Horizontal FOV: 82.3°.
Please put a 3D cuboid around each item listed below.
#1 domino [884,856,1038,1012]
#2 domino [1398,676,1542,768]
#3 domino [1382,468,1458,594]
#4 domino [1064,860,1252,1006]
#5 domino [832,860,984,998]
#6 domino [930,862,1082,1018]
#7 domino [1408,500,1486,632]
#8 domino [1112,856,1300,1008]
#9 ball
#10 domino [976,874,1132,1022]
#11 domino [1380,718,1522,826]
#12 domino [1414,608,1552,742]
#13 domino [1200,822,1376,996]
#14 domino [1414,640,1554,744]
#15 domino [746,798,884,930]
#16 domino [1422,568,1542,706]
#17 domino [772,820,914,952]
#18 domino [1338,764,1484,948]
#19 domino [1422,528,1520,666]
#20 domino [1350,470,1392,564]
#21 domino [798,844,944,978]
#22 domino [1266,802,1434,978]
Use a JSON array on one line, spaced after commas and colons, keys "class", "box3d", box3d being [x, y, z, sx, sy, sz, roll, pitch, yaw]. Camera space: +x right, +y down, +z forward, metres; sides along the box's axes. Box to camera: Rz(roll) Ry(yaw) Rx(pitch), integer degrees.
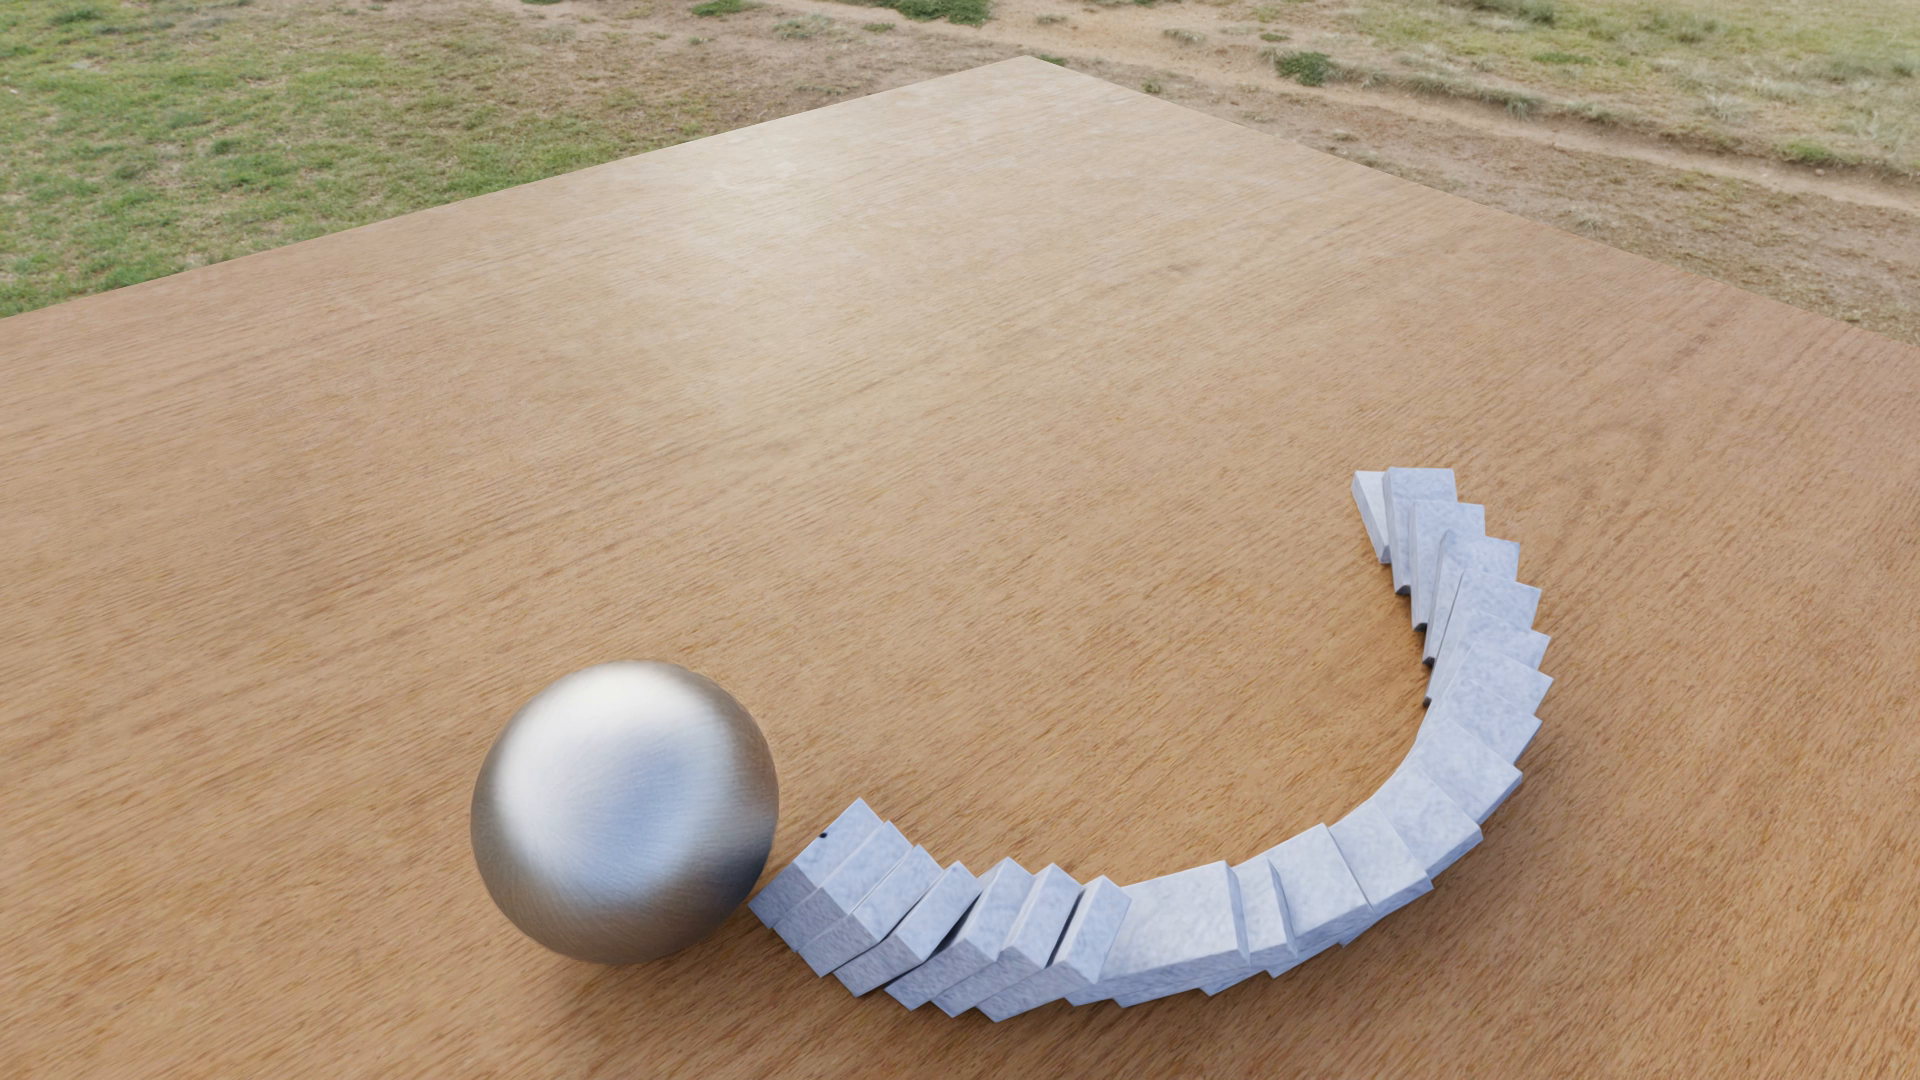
[{"class": "domino", "box3d": [-0.001, 0.103, 0.287, 0.009, 0.050, 0.025, 38, 46, 0]}, {"class": "domino", "box3d": [0.153, 0.070, 0.338, 0.025, 0.010, 0.050, 35, 81, 31]}, {"class": "domino", "box3d": [0.182, -0.004, 0.430, 0.025, 0.010, 0.050, 2, 67, 2]}, {"class": "domino", "box3d": [0.050, 0.104, 0.291, 0.050, 0.010, 0.025, -23, 35, 22]}, {"class": "domino", "box3d": [-0.014, 0.102, 0.288, 0.010, 0.050, 0.025, 45, 51, 5]}, {"class": "domino", "box3d": [0.011, 0.104, 0.285, 0.009, 0.050, 0.025, 38, 46, -1]}, {"class": "domino", "box3d": [0.184, 0.010, 0.414, 0.025, 0.010, 0.050, 5, 67, 6]}, {"class": "domino", "box3d": [0.063, 0.105, 0.295, 0.050, 0.009, 0.025, -25, 35, 20]}, {"class": "ball", "box3d": [-0.090, 0.073, 0.299, 0.080, 0.080, 0.080, 0, 39, 0]}, {"class": "domino", "box3d": [0.023, 0.106, 0.283, 0.009, 0.050, 0.025, 39, 48, -2]}, {"class": "domino", "box3d": [0.139, 0.080, 0.326, 0.050, 0.010, 0.025, -44, 54, -4]}, {"class": "domino", "box3d": [0.173, 0.050, 0.364, 0.025, 0.009, 0.050, 23, 74, 26]}, {"class": "domino", "box3d": [0.084, 0.101, 0.300, 0.050, 0.009, 0.025, -32, 40, 12]}, {"class": "domino", "box3d": [0.164, 0.060, 0.350, 0.025, 0.010, 0.050, 30, 79, 29]}, {"class": "domino", "box3d": [-0.041, 0.090, 0.303, 0.009, 0.050, 0.025, 46, 52, 6]}, {"class": "domino", "box3d": [0.180, 0.037, 0.380, 0.025, 0.010, 0.050, 18, 72, 20]}, {"class": "domino", "box3d": [-0.032, 0.094, 0.297, 0.010, 0.050, 0.025, 46, 53, 6]}, {"class": "domino", "box3d": [0.120, 0.090, 0.315, 0.050, 0.009, 0.025, -38, 46, 1]}, {"class": "domino", "box3d": [0.184, 0.023, 0.397, 0.025, 0.010, 0.050, 13, 71, 13]}, {"class": "domino", "box3d": [0.181, -0.010, 0.455, 0.025, 0.009, 0.050, 1, 39, 2]}, {"class": "domino", "box3d": [-0.024, 0.099, 0.292, 0.010, 0.050, 0.025, 46, 52, 6]}, {"class": "domino", "box3d": [0.102, 0.097, 0.307, 0.050, 0.009, 0.025, -32, 42, 6]}]
